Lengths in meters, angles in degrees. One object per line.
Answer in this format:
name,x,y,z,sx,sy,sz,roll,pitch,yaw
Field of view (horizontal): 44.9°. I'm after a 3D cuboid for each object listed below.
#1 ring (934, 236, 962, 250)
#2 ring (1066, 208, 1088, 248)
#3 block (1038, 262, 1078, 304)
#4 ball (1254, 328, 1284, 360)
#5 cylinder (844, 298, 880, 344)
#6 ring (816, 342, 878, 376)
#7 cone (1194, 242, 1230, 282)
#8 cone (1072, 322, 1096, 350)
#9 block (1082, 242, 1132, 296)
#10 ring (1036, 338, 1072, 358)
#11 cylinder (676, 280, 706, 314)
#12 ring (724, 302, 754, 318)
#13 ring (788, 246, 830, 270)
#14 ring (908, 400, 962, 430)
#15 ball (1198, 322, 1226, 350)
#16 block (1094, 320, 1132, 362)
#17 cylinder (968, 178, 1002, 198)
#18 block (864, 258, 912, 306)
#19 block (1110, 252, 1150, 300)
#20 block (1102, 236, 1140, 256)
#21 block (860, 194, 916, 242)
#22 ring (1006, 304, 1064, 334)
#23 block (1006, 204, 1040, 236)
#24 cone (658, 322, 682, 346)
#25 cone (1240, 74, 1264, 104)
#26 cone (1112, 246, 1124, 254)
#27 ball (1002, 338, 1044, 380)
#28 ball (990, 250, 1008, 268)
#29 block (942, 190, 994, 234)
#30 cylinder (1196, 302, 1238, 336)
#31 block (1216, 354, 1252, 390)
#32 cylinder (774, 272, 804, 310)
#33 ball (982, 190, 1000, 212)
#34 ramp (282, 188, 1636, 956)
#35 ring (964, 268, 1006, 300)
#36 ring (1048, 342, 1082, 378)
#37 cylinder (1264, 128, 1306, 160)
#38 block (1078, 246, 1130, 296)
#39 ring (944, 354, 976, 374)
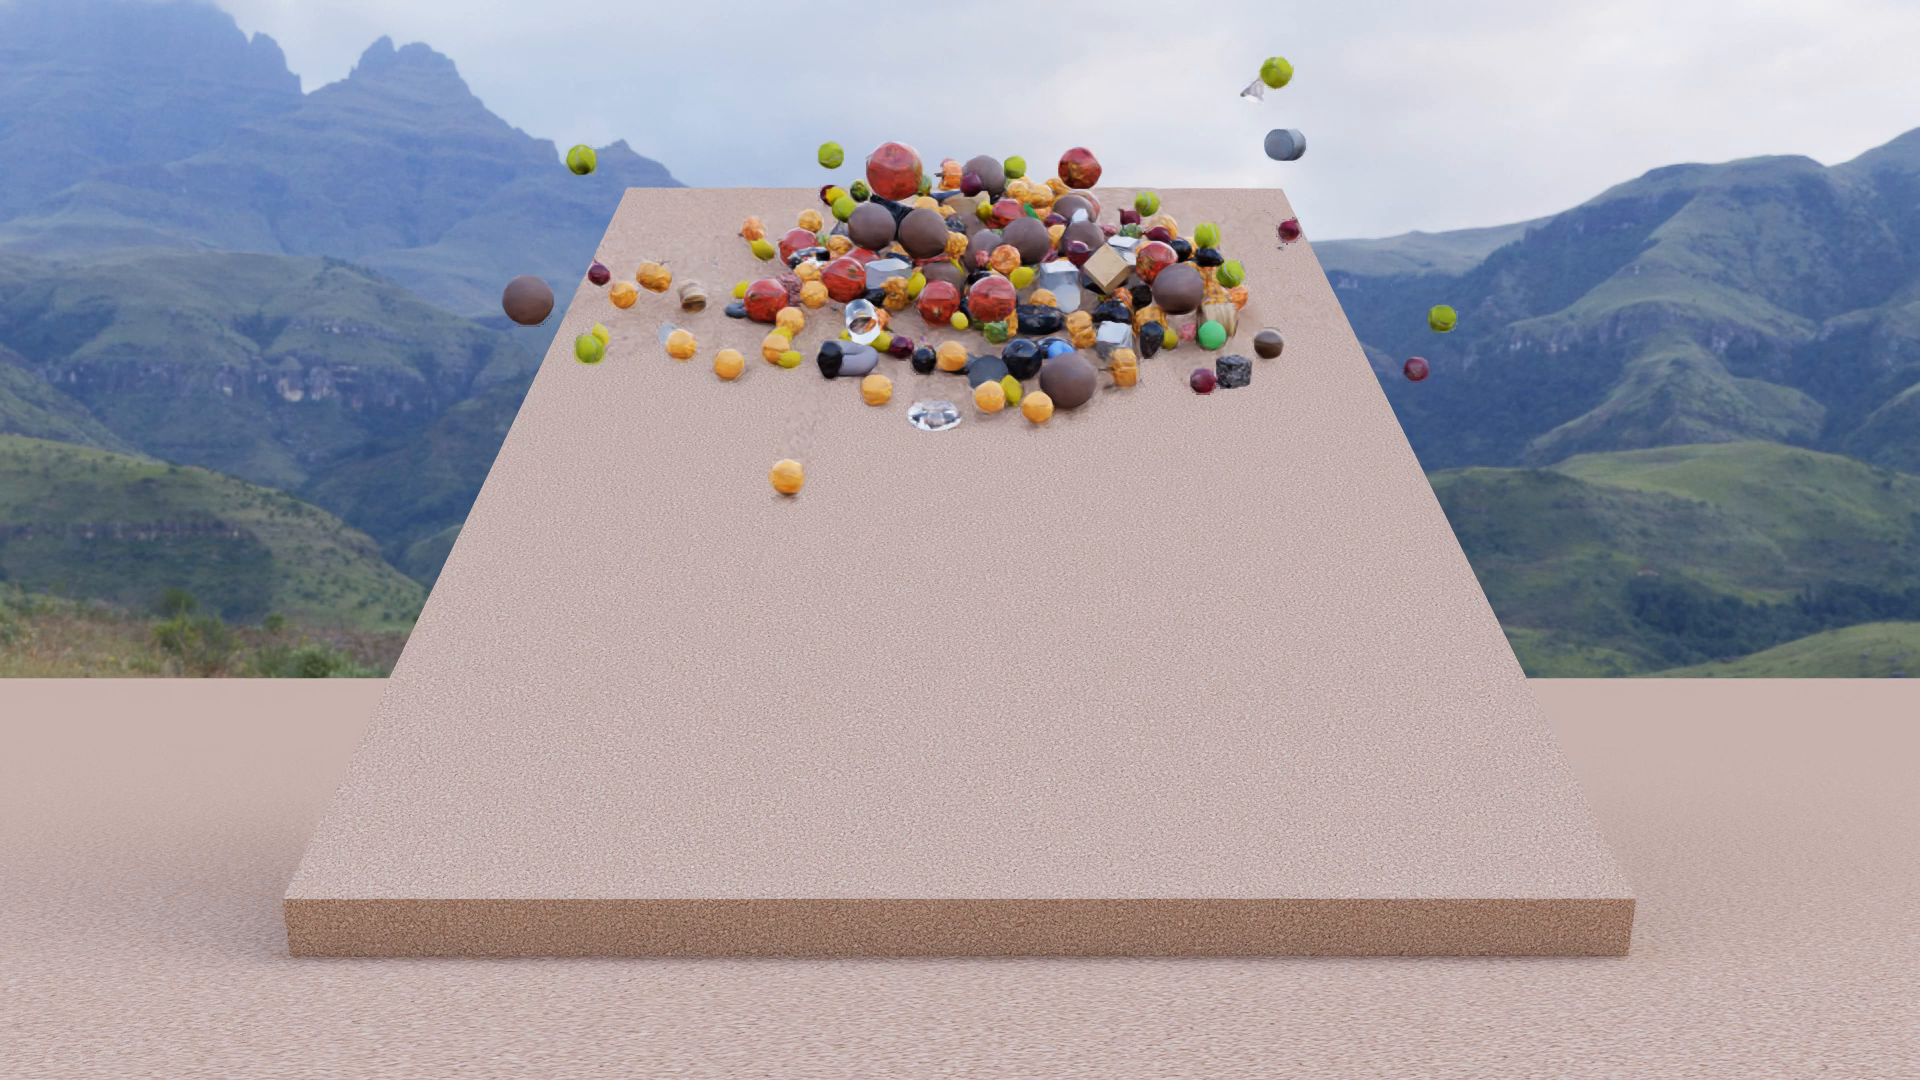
ring,-0.035,-0.832,6.503,0.080,0.027,0.080,3,23,-1
ring,0.325,-0.863,6.427,0.037,0.111,0.111,18,-1,9
block,0.258,-0.673,6.068,0.086,0.086,0.086,-4,24,-9
ball,0.745,-0.472,5.593,0.075,0.075,0.075,0,-3,0
cylinder,-0.226,-0.504,5.357,0.076,0.076,0.076,1,37,-12
ring,-0.270,-0.435,5.568,0.150,0.050,0.150,1,25,0
cone,0.681,-0.757,6.249,0.097,0.097,0.097,0,24,0
cone,0.301,-0.489,5.710,0.065,0.065,0.065,-41,5,-11
block,0.364,-0.670,5.742,0.080,0.080,0.080,-44,-14,-2
ring,0.225,-0.469,5.668,0.098,0.033,0.098,-1,24,1
cylinder,-0.688,-0.625,5.956,0.063,0.063,0.063,-14,-38,-12
ring,-0.565,-0.588,5.947,0.075,0.025,0.075,-1,23,0
ring,-0.399,-0.745,6.147,0.118,0.039,0.118,-13,-5,-1
ring,-0.057,-0.281,5.230,0.123,0.041,0.123,1,24,-1
ball,0.617,-0.501,5.698,0.070,0.070,0.070,0,-3,0
block,0.372,-0.480,5.625,0.066,0.066,0.066,10,-38,21
cylinder,0.074,-1.034,6.899,0.073,0.073,0.073,23,10,34
block,-0.185,-0.675,6.061,0.092,0.092,0.092,-13,27,-28
block,0.436,-0.695,6.112,0.091,0.091,0.091,-14,27,-28
block,0.439,-0.777,6.316,0.076,0.076,0.076,12,28,25
block,-0.197,-0.881,6.360,0.097,0.097,0.097,26,12,19
ring,0.189,-0.555,5.845,0.149,0.050,0.149,1,23,0
block,0.178,-0.910,6.586,0.061,0.061,0.061,-33,3,-16
cone,-0.707,-0.506,5.753,0.057,0.057,0.057,-2,-7,29
cone,0.773,-1.180,6.033,0.072,0.072,0.072,23,0,0
cone,0.404,-0.743,6.249,0.067,0.067,0.067,9,-46,9
ball,0.147,-0.430,5.495,0.099,0.099,0.099,0,-3,0
ball,0.107,-0.762,6.313,0.051,0.051,0.051,0,-3,0
block,0.023,-0.927,6.579,0.099,0.099,0.099,0,19,30
cylinder,0.637,-0.545,5.771,0.083,0.083,0.083,-4,-3,-9
block,0.645,-0.397,5.472,0.060,0.060,0.060,-14,27,-28
cylinder,-0.444,-0.645,6.012,0.077,0.077,0.077,0,24,-6
ball,0.083,-0.994,6.818,0.070,0.070,0.070,0,-3,0
ramp,-0.008,-0.227,5.282,2.000,0.100,4.000,0,24,0
ring,0.067,-0.668,6.053,0.124,0.041,0.124,-30,-1,-1
ring,0.246,-0.425,5.456,0.032,0.097,0.097,-38,-25,31
cylinder,0.792,-0.964,5.658,0.078,0.078,0.078,-2,7,31
block,0.367,-0.690,5.933,0.085,0.085,0.085,-21,-23,34
ring,0.003,-0.423,5.566,0.087,0.029,0.087,-1,28,1
